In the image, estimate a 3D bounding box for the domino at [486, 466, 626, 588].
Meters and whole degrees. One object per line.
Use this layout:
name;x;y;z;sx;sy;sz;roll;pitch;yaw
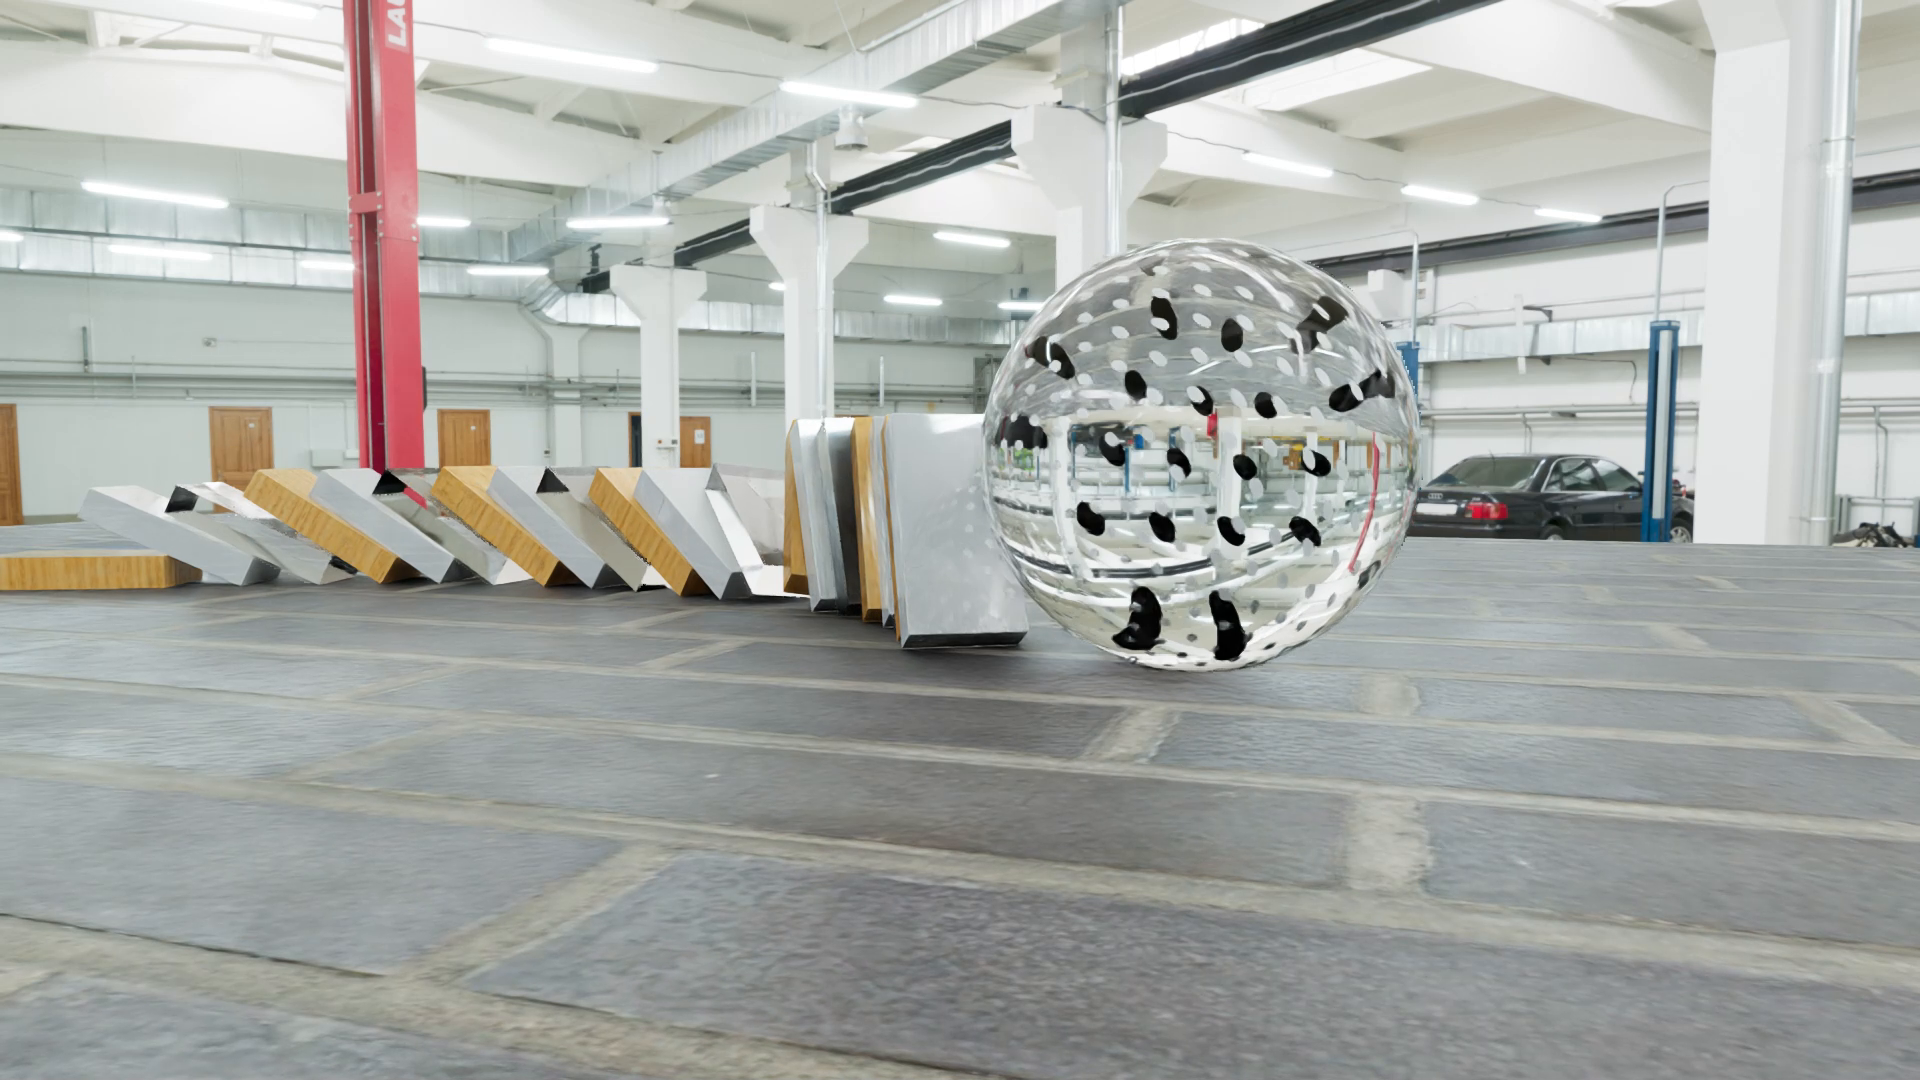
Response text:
domino;-0.119;-0.005;0.394;0.050;0.009;0.025;38;19;20

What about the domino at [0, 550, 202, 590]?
domino;-0.262;0.009;0.388;0.050;0.010;0.025;-1;4;-8

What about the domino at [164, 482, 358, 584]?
domino;-0.214;-0.002;0.398;0.050;0.010;0.025;26;3;-3

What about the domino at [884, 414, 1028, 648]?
domino;-0.001;-0.003;0.274;0.025;0.050;0.010;-1;-22;-12

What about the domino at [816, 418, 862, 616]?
domino;-0.020;-0.006;0.325;0.025;0.050;0.010;-2;-22;-20

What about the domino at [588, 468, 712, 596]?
domino;-0.085;-0.003;0.379;0.050;0.009;0.025;42;27;29

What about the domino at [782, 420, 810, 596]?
domino;-0.034;-0.008;0.348;0.025;0.050;0.010;8;-35;-18

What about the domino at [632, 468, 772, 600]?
domino;-0.070;-0.003;0.368;0.025;0.010;0.050;-4;39;-47

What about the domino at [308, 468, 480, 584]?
domino;-0.175;-0.005;0.403;0.050;0.010;0.025;33;8;5

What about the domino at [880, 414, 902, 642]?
domino;-0.003;-0.003;0.284;0.025;0.050;0.009;-1;-22;-12

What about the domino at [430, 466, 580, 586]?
domino;-0.137;-0.005;0.399;0.050;0.009;0.025;36;15;14

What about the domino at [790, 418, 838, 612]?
domino;-0.028;-0.007;0.333;0.025;0.050;0.010;-2;-22;-21

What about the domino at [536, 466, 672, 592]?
domino;-0.102;-0.004;0.387;0.050;0.010;0.025;39;22;23

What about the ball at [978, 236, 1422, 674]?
ball;0.044;-0.015;0.239;0.080;0.080;0.080;0;4;0

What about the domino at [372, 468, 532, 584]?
domino;-0.155;-0.005;0.402;0.050;0.010;0.025;34;12;10

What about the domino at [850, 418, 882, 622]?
domino;-0.012;-0.006;0.315;0.025;0.050;0.010;-1;-22;-12

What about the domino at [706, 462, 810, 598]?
domino;-0.052;-0.003;0.362;0.025;0.010;0.050;5;33;-32

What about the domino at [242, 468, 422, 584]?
domino;-0.194;-0.005;0.402;0.050;0.010;0.025;32;5;0

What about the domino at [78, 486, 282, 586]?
domino;-0.237;-0.002;0.393;0.050;0.010;0.025;24;2;-6

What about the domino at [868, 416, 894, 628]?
domino;-0.007;-0.005;0.305;0.025;0.050;0.009;-1;-22;-12

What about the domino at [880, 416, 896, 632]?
domino;-0.004;-0.004;0.295;0.025;0.050;0.010;-1;-22;-12
